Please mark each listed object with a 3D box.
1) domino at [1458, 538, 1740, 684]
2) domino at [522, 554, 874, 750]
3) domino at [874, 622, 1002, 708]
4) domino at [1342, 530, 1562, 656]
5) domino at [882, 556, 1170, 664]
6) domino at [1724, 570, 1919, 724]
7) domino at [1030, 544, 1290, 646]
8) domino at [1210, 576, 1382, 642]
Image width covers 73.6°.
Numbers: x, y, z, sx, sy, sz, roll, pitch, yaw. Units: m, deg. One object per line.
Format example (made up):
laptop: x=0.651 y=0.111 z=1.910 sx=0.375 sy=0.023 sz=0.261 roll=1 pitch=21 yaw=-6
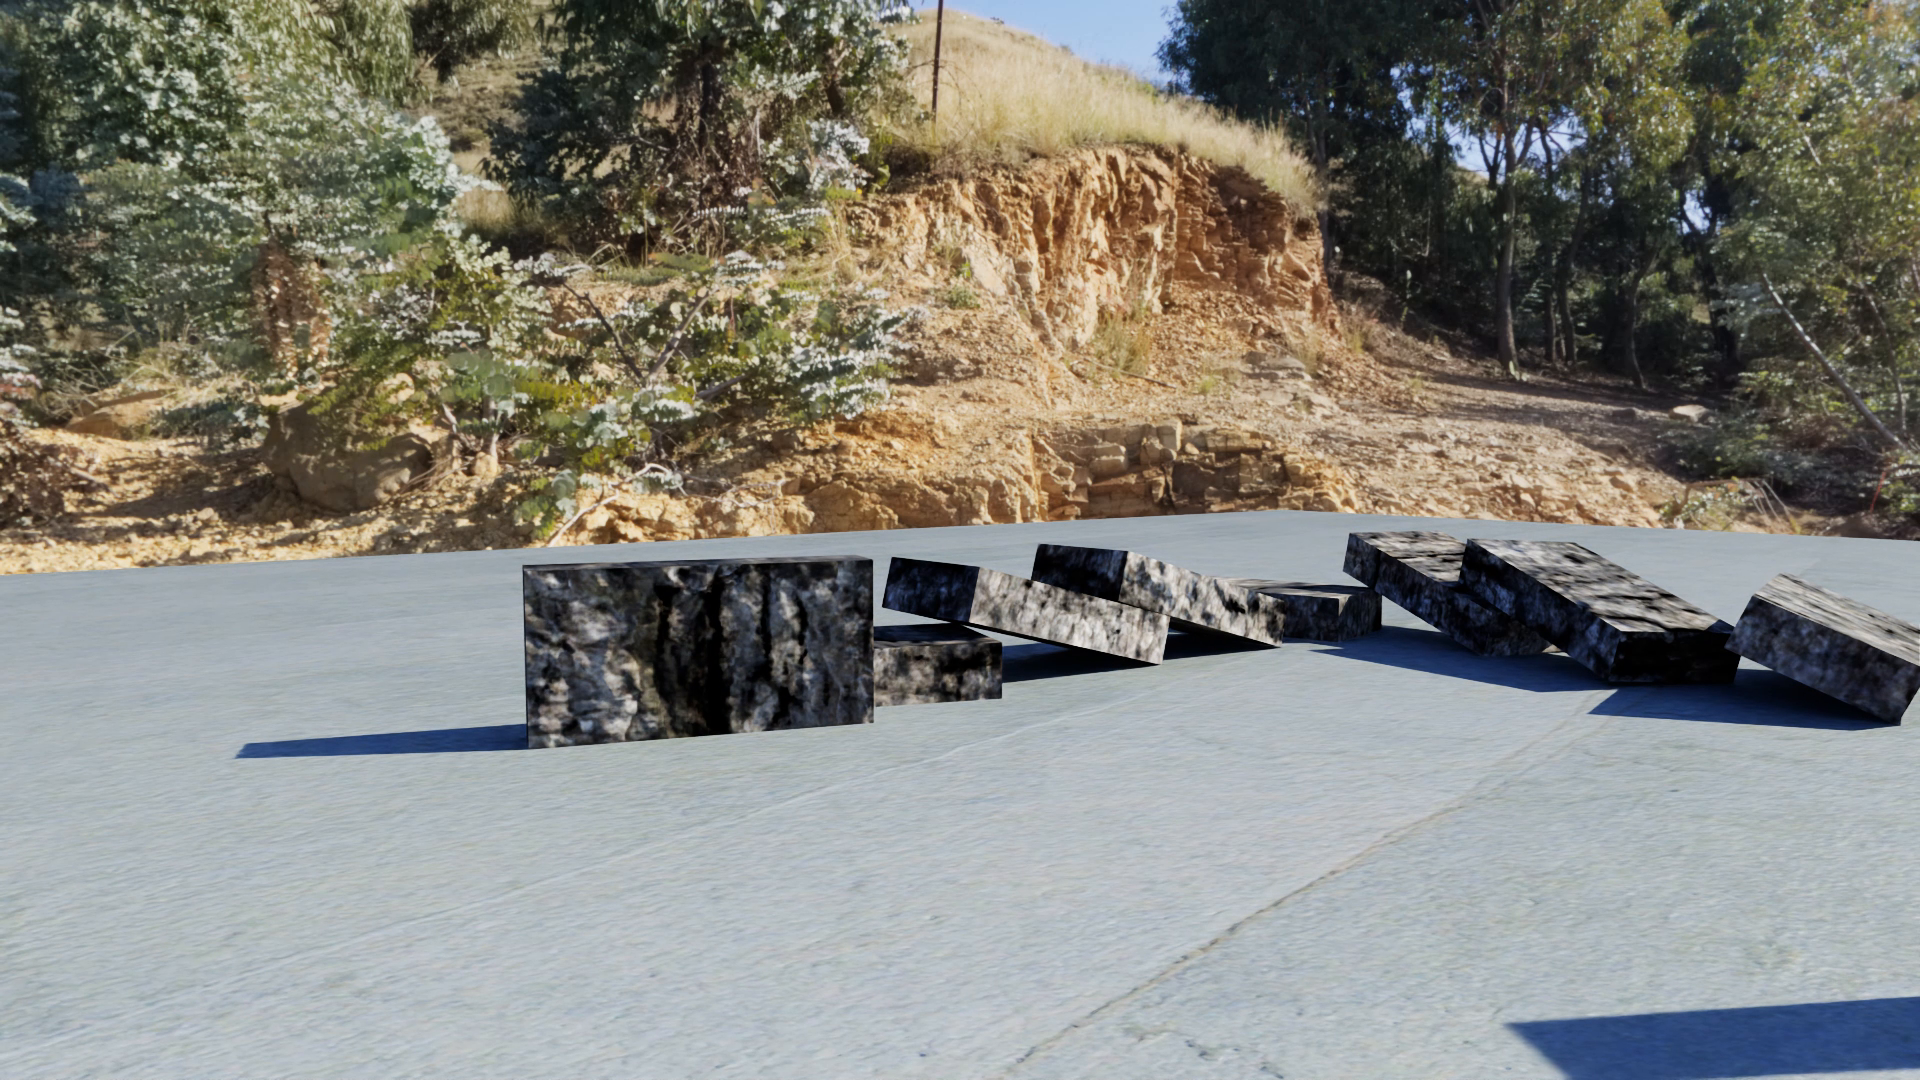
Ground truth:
domino: x=0.122 y=0.013 z=0.248 sx=0.025 sy=0.009 sz=0.050 roll=2 pitch=18 yaw=-10
domino: x=-0.038 y=0.016 z=0.191 sx=0.050 sy=0.025 sz=0.010 roll=-2 pitch=5 yaw=-20
domino: x=-0.021 y=0.021 z=0.218 sx=0.050 sy=0.010 sz=0.025 roll=-1 pitch=5 yaw=-18
domino: x=0.109 y=0.011 z=0.281 sx=0.025 sy=0.009 sz=0.050 roll=-1 pitch=19 yaw=-18
domino: x=0.013 y=0.014 z=0.242 sx=0.050 sy=0.010 sz=0.025 roll=15 pitch=-6 yaw=-39
domino: x=0.149 y=0.017 z=0.219 sx=0.025 sy=0.010 sz=0.050 roll=30 pitch=21 yaw=32
domino: x=0.041 y=0.012 z=0.263 sx=0.050 sy=0.010 sz=0.025 roll=16 pitch=-7 yaw=-38
domino: x=0.070 y=0.015 z=0.300 sx=0.050 sy=0.009 sz=0.025 roll=3 pitch=5 yaw=39
